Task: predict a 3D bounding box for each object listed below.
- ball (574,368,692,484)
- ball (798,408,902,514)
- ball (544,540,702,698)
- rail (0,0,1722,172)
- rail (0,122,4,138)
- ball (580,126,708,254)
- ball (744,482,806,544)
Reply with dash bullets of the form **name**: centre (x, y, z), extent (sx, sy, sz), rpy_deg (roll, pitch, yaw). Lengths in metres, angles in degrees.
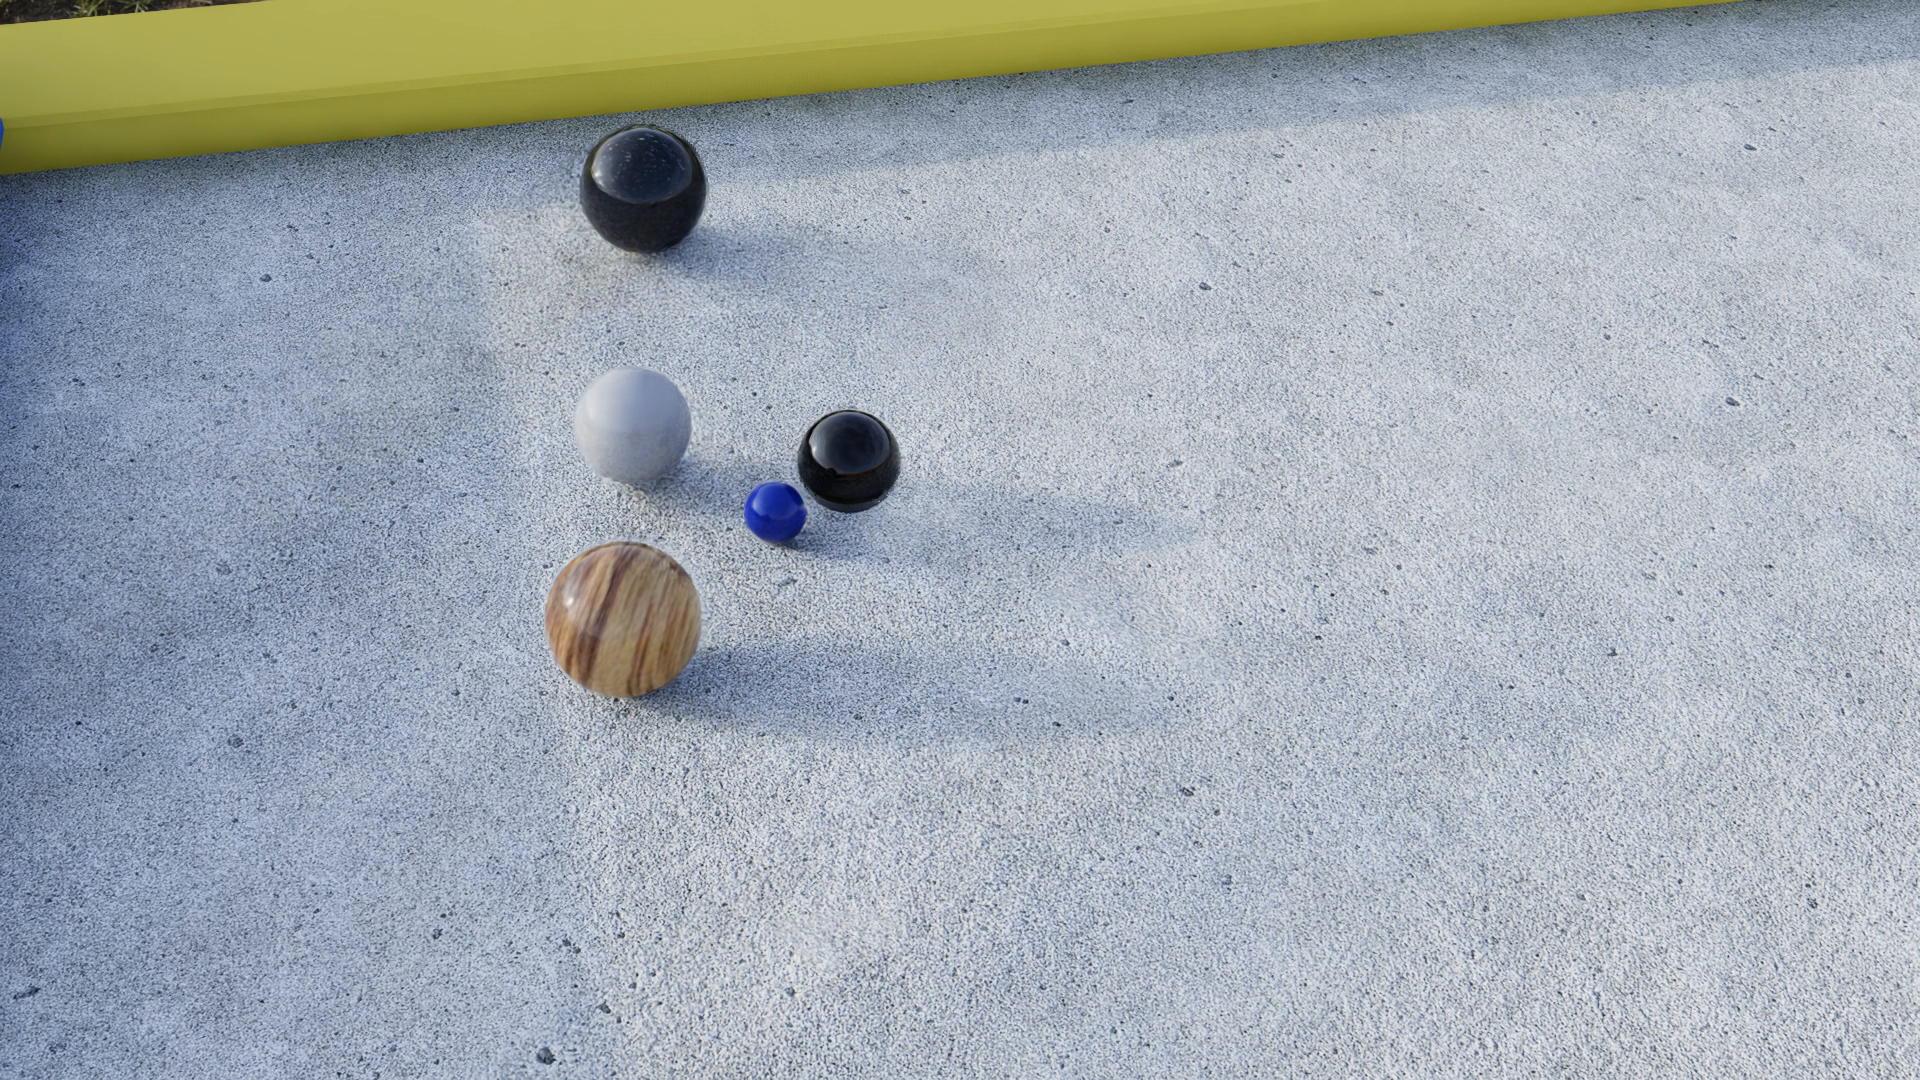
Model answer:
- **ball**: centre (-0.220, -0.077, 1.729), extent (0.079, 0.079, 0.079), rpy_deg (0, 36, 0)
- **ball**: centre (-0.074, -0.052, 1.704), extent (0.069, 0.069, 0.069), rpy_deg (0, 36, 0)
- **ball**: centre (-0.202, 0.047, 1.542), extent (0.094, 0.094, 0.094), rpy_deg (0, 36, 0)
- **rail**: centre (0.495, -0.512, 2.293), extent (2.679, 0.128, 0.045), rpy_deg (-8, 36, -10)
- **rail**: centre (-0.630, 0.061, 1.492), extent (0.045, 0.128, 1.464), rpy_deg (-8, 36, -10)
- **ball**: centre (-0.245, -0.271, 1.984), extent (0.098, 0.098, 0.098), rpy_deg (0, 36, 0)
- **ball**: centre (-0.121, -0.018, 1.680), extent (0.040, 0.040, 0.040), rpy_deg (0, 36, 0)
